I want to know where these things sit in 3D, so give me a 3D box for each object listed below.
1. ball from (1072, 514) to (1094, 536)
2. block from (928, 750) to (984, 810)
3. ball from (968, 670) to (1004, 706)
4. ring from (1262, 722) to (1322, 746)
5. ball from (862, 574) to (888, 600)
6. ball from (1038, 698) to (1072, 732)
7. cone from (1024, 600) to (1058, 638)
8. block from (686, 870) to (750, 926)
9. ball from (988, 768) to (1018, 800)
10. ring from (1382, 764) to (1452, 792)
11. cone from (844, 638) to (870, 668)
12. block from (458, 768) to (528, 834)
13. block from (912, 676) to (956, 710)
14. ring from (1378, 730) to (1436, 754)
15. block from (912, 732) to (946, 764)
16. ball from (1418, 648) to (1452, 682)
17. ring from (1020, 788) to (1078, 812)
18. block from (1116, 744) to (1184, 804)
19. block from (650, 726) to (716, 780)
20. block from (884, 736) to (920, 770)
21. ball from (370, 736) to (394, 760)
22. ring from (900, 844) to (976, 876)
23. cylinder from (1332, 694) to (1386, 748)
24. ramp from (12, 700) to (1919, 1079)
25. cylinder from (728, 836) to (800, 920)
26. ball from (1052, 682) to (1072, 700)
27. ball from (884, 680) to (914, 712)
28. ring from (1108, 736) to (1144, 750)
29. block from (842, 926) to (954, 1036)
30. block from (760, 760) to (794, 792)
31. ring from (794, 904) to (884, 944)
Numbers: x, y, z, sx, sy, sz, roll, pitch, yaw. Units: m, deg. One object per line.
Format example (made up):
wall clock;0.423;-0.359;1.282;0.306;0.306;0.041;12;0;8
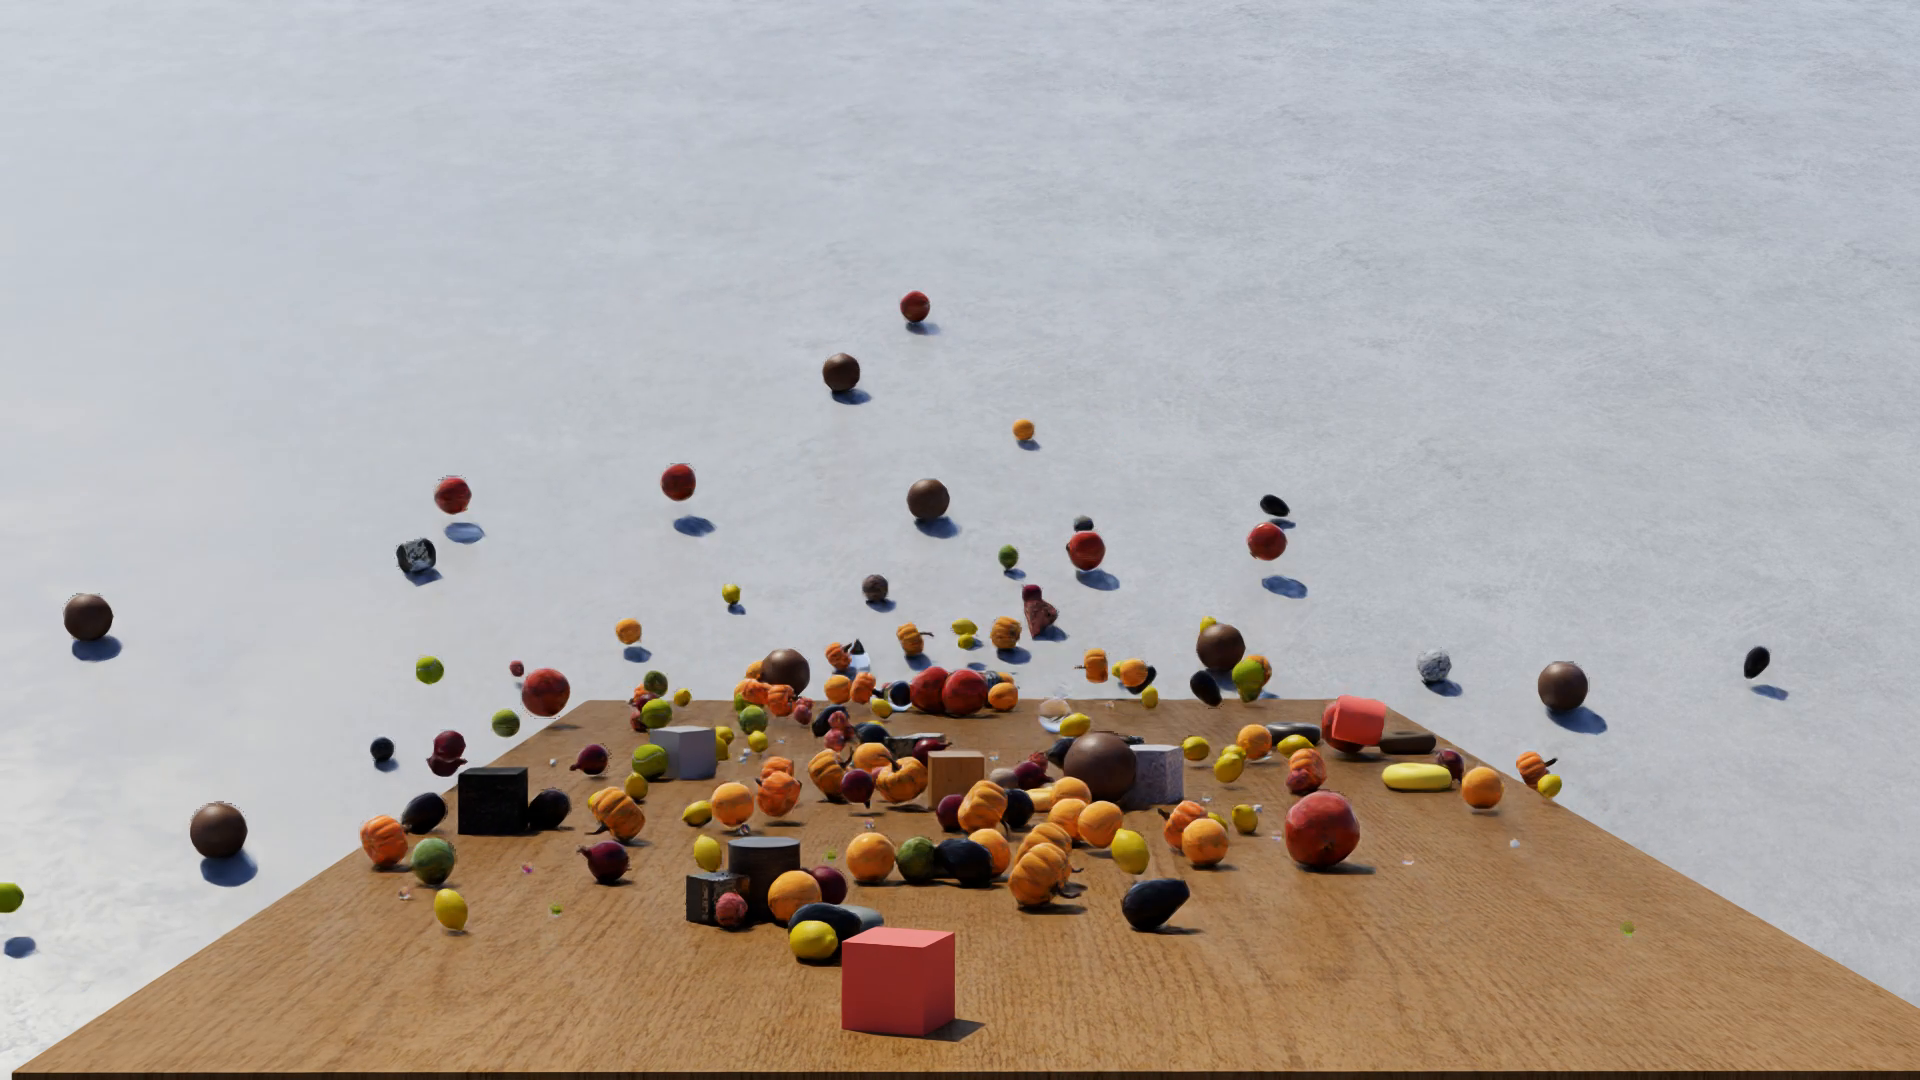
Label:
ball;0.366;-0.044;7.664;0.061;0.061;0.061;0;25;0
block;-0.007;0.421;4.520;0.092;0.092;0.092;0;2;-5
ball;0.066;0.366;6.392;0.090;0.090;0.090;0;25;0
ring;0.711;0.415;5.529;0.129;0.043;0.129;1;0;0
ball;-0.239;0.133;7.266;0.077;0.077;0.077;0;25;0
ball;0.211;0.391;5.757;0.078;0.078;0.078;0;25;0
cone;0.210;0.235;7.085;0.099;0.099;0.099;7;52;15
block;-0.318;0.472;3.393;0.060;0.060;0.060;-2;2;-44
ball;0.077;0.436;4.617;0.056;0.056;0.056;0;25;0
ring;0.845;0.439;4.764;0.127;0.042;0.127;1;1;0
cone;-0.275;0.294;6.923;0.072;0.072;0.072;1;24;0
block;-0.767;0.428;4.240;0.097;0.097;0.097;0;2;1
block;-0.064;0.374;6.325;0.077;0.077;0.077;1;2;40
ring;0.930;0.421;5.369;0.121;0.040;0.121;-2;2;0
block;-0.065;0.419;5.172;0.057;0.057;0.057;1;2;19
ball;1.256;0.332;6.827;0.088;0.088;0.088;0;25;0
ring;0.154;0.452;4.484;0.101;0.034;0.101;-1;2;0
block;0.341;0.418;4.615;0.093;0.093;0.093;1;2;24
block;-0.534;0.409;4.973;0.090;0.090;0.090;-2;2;-44
block;-0.116;0.420;5.095;0.060;0.060;0.060;-1;2;-16
ball;-1.447;0.523;6.450;0.060;0.060;0.060;0;25;0
ring;-0.033;0.471;3.797;0.112;0.037;0.112;1;0;0
cylinder;0.809;0.366;5.231;0.093;0.093;0.093;11;26;4
ramp;0.057;0.516;4.556;2.000;0.100;4.000;0;2;0
cylinder;-0.262;0.452;3.449;0.096;0.096;0.096;0;2;0
ball;0.265;0.395;6.739;0.051;0.051;0.051;0;25;0
ball;-0.147;0.378;6.250;0.075;0.075;0.075;0;25;0
ring;0.350;0.427;5.434;0.079;0.026;0.079;-1;1;0
block;-0.066;0.474;2.773;0.094;0.094;0.094;1;2;21
block;-0.337;0.435;4.753;0.051;0.051;0.051;0;2;7
ring;-0.153;0.487;3.261;0.115;0.038;0.115;1;1;0
